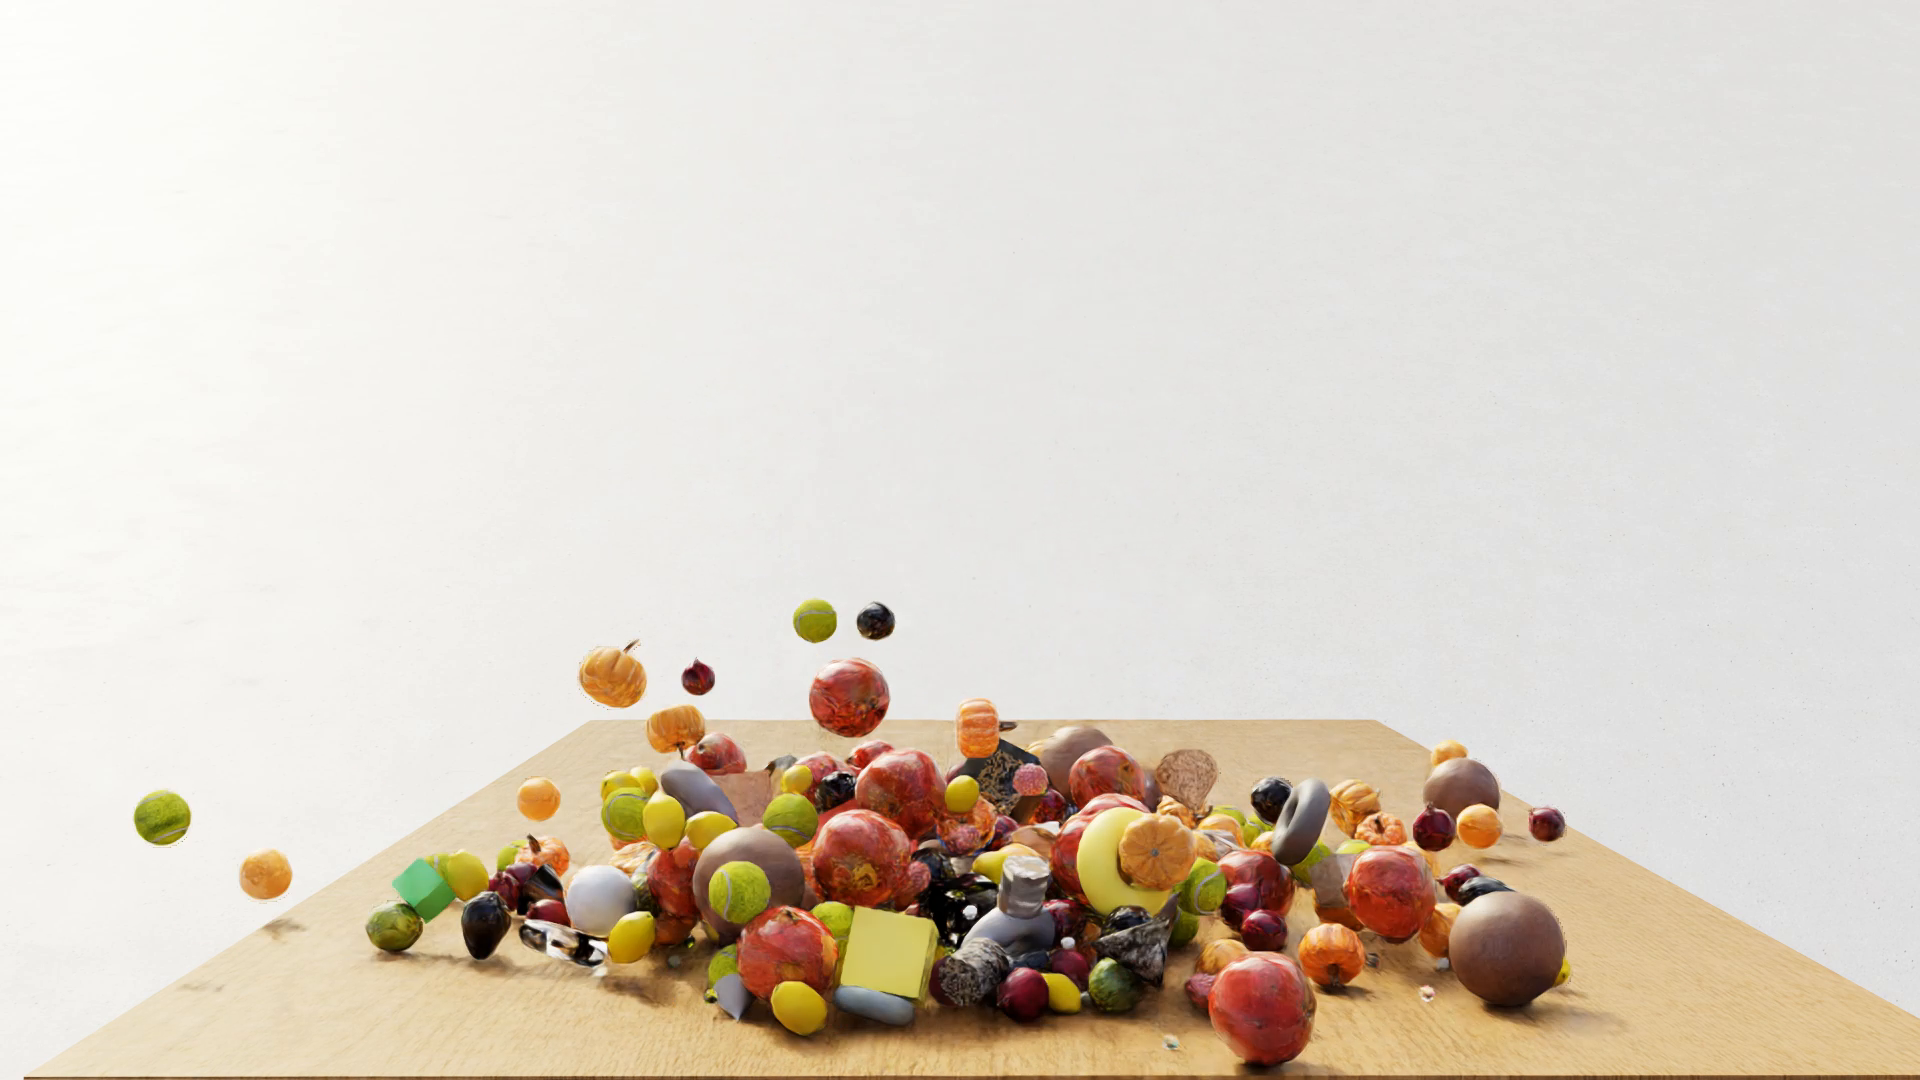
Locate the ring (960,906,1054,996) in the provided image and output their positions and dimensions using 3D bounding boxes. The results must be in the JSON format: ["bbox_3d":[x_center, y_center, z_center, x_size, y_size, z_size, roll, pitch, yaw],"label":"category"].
[{"bbox_3d":[0.053,0.471,2.983,0.132,0.132,0.044,-19,46,-32],"label":"ring"}]

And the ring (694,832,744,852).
[{"bbox_3d":[-0.386,0.489,4.213,0.098,0.033,0.098,1,1,0],"label":"ring"}]

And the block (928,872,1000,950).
[{"bbox_3d":[0.008,0.437,3.045,0.064,0.064,0.064,-10,14,-27],"label":"block"}]

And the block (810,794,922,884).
[{"bbox_3d":[-0.121,0.383,3.301,0.088,0.088,0.088,-28,-19,31],"label":"block"}]

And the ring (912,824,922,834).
[{"bbox_3d":[-0.116,0.486,4.236,0.113,0.038,0.113,1,1,0],"label":"ring"}]

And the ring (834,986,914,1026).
[{"bbox_3d":[-0.095,0.510,2.826,0.092,0.031,0.092,13,-11,3],"label":"ring"}]

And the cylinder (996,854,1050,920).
[{"bbox_3d":[0.072,0.395,2.940,0.053,0.053,0.053,9,22,-4],"label":"cylinder"}]

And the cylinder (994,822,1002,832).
[{"bbox_3d":[0.034,0.471,4.397,0.059,0.059,0.059,-1,23,-36],"label":"cylinder"}]

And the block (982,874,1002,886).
[{"bbox_3d":[0.041,0.486,3.466,0.067,0.067,0.067,0,1,-2],"label":"block"}]

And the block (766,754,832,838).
[{"bbox_3d":[-0.289,0.430,4.338,0.092,0.092,0.092,35,12,13],"label":"block"}]

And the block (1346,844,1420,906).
[{"bbox_3d":[0.602,0.478,3.681,0.073,0.073,0.073,-1,1,-28],"label":"block"}]

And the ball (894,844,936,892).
[{"bbox_3d":[-0.063,0.478,3.770,0.070,0.070,0.070,0,27,0],"label":"ball"}]

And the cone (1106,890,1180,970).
[{"bbox_3d":[0.234,0.448,3.058,0.086,0.086,0.086,28,75,43],"label":"cone"}]

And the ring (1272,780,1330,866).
[{"bbox_3d":[0.439,0.363,3.325,0.040,0.120,0.120,24,28,-3],"label":"ring"}]

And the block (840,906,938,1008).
[{"bbox_3d":[-0.077,0.463,2.861,0.087,0.087,0.087,9,-16,7],"label":"block"}]

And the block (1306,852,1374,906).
[{"bbox_3d":[0.490,0.438,3.324,0.052,0.052,0.052,7,56,-40],"label":"block"}]

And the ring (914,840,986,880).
[{"bbox_3d":[-0.014,0.431,3.483,0.098,0.033,0.098,4,16,-1],"label":"ring"}]

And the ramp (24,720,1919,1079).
[{"bbox_3d":[0.061,0.547,4.583,2.000,0.100,4.000,0,1,0],"label":"ramp"}]

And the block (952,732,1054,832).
[{"bbox_3d":[0.061,0.348,3.691,0.091,0.091,0.091,24,71,29],"label":"block"}]

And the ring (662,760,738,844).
[{"bbox_3d":[-0.364,0.367,3.616,0.046,0.139,0.139,-41,43,-21],"label":"ring"}]

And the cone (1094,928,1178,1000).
[{"bbox_3d":[0.185,0.455,2.880,0.084,0.084,0.084,32,32,3],"label":"cone"}]

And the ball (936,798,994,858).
[{"bbox_3d":[0.007,0.384,3.450,0.079,0.079,0.079,0,27,0],"label":"ball"}]

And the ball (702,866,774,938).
[{"bbox_3d":[-0.283,0.460,3.277,0.091,0.091,0.091,0,27,0],"label":"ball"}]

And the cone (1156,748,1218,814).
[{"bbox_3d":[0.343,0.376,3.824,0.095,0.095,0.095,-2,33,-5],"label":"cone"}]

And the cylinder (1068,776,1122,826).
[{"bbox_3d":[0.227,0.460,4.452,0.078,0.078,0.078,31,32,3],"label":"cylinder"}]

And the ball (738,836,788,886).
[{"bbox_3d":[-0.278,0.454,3.639,0.072,0.072,0.072,0,27,0],"label":"ball"}]

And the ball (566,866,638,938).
[{"bbox_3d":[-0.437,0.440,3.145,0.087,0.087,0.087,0,27,0],"label":"ball"}]

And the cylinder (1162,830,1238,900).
[{"bbox_3d":[0.331,0.461,3.656,0.100,0.100,0.100,4,24,-24],"label":"cylinder"}]

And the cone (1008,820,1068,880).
[{"bbox_3d":[0.117,0.394,3.429,0.085,0.085,0.085,9,28,18],"label":"cone"}]

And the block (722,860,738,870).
[{"bbox_3d":[-0.316,0.489,3.713,0.051,0.051,0.051,0,1,-7],"label":"block"}]

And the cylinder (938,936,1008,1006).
[{"bbox_3d":[0.015,0.477,2.854,0.057,0.057,0.057,16,26,29],"label":"cylinder"}]

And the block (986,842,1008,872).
[{"bbox_3d":[0.069,0.484,3.863,0.054,0.054,0.054,0,1,-9],"label":"block"}]

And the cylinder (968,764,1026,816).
[{"bbox_3d":[0.060,0.406,4.193,0.066,0.066,0.066,36,0,-41],"label":"cylinder"}]

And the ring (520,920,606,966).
[{"bbox_3d":[-0.489,0.496,3.179,0.113,0.038,0.113,16,-9,3],"label":"ring"}]

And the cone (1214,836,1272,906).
[{"bbox_3d":[0.365,0.461,3.508,0.087,0.087,0.087,27,0,0],"label":"cone"}]

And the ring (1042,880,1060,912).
[{"bbox_3d":[0.095,0.482,3.380,0.030,0.089,0.089,45,45,19],"label":"ring"}]

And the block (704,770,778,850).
[{"bbox_3d":[-0.357,0.432,4.131,0.095,0.095,0.095,-4,-18,-23],"label":"block"}]

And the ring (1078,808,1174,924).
[{"bbox_3d":[0.195,0.382,3.030,0.137,0.137,0.046,-25,4,-40],"label":"ring"}]

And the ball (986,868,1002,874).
[{"bbox_3d":[0.054,0.483,3.557,0.061,0.061,0.061,0,27,0],"label":"ball"}]

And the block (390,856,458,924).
[{"bbox_3d":[-0.683,0.446,3.291,0.051,0.051,0.051,-43,59,-16],"label":"block"}]

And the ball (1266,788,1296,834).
[{"bbox_3d":[0.553,0.458,4.277,0.091,0.091,0.091,0,27,0],"label":"ball"}]
